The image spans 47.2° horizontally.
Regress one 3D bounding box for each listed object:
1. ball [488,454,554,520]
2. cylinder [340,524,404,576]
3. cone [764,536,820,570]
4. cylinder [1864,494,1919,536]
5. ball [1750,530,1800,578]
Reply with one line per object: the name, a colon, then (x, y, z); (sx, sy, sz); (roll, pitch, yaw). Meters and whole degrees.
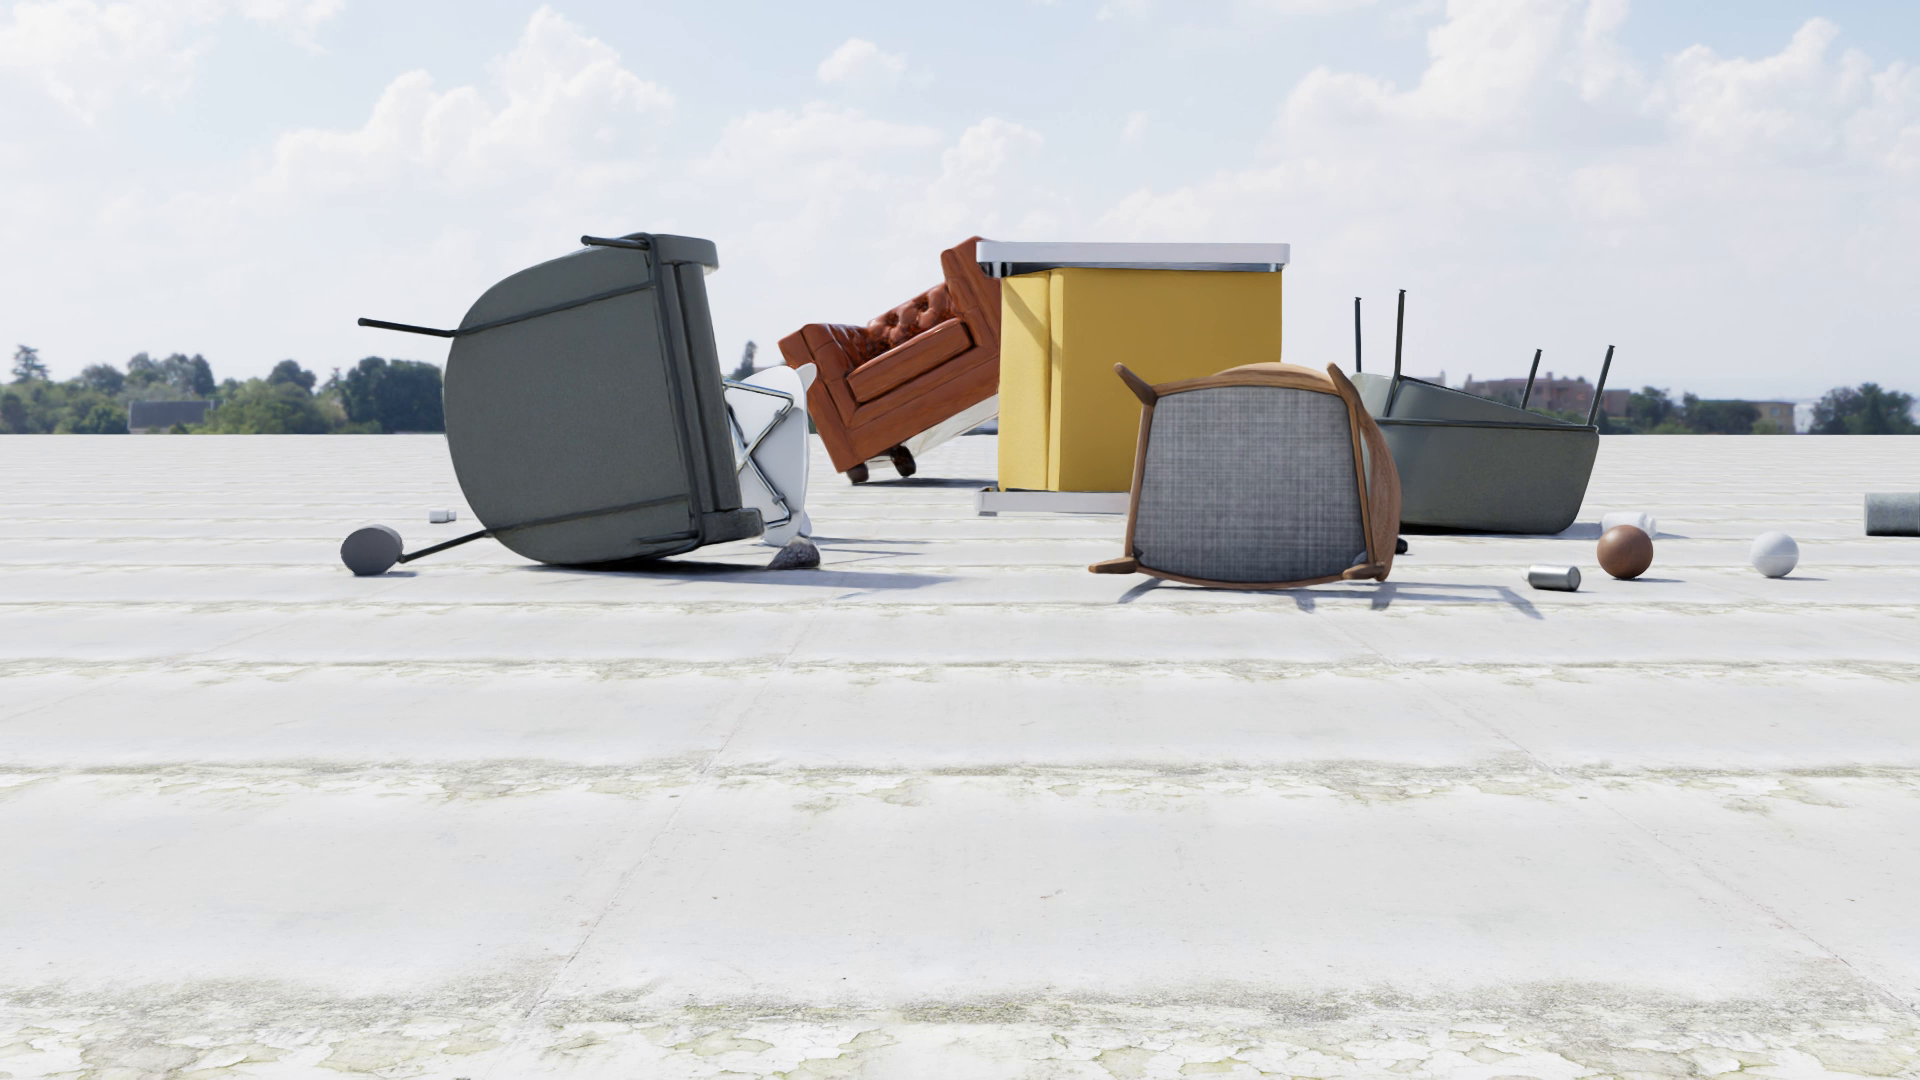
ball: (-1.505, -0.181, 7.540); (0.224, 0.224, 0.224); (0, 4, 0)
cylinder: (-1.435, 0.024, 5.373); (0.137, 0.114, 0.152); (-5, 5, -9)
cone: (-0.439, 0.053, 5.488); (0.127, 0.081, 0.135); (-25, 24, -34)
cylinder: (2.868, -0.077, 6.739); (0.172, 0.134, 0.113); (1, -28, 17)
ball: (1.939, 0.034, 5.234); (0.112, 0.112, 0.112); (0, 4, 0)
